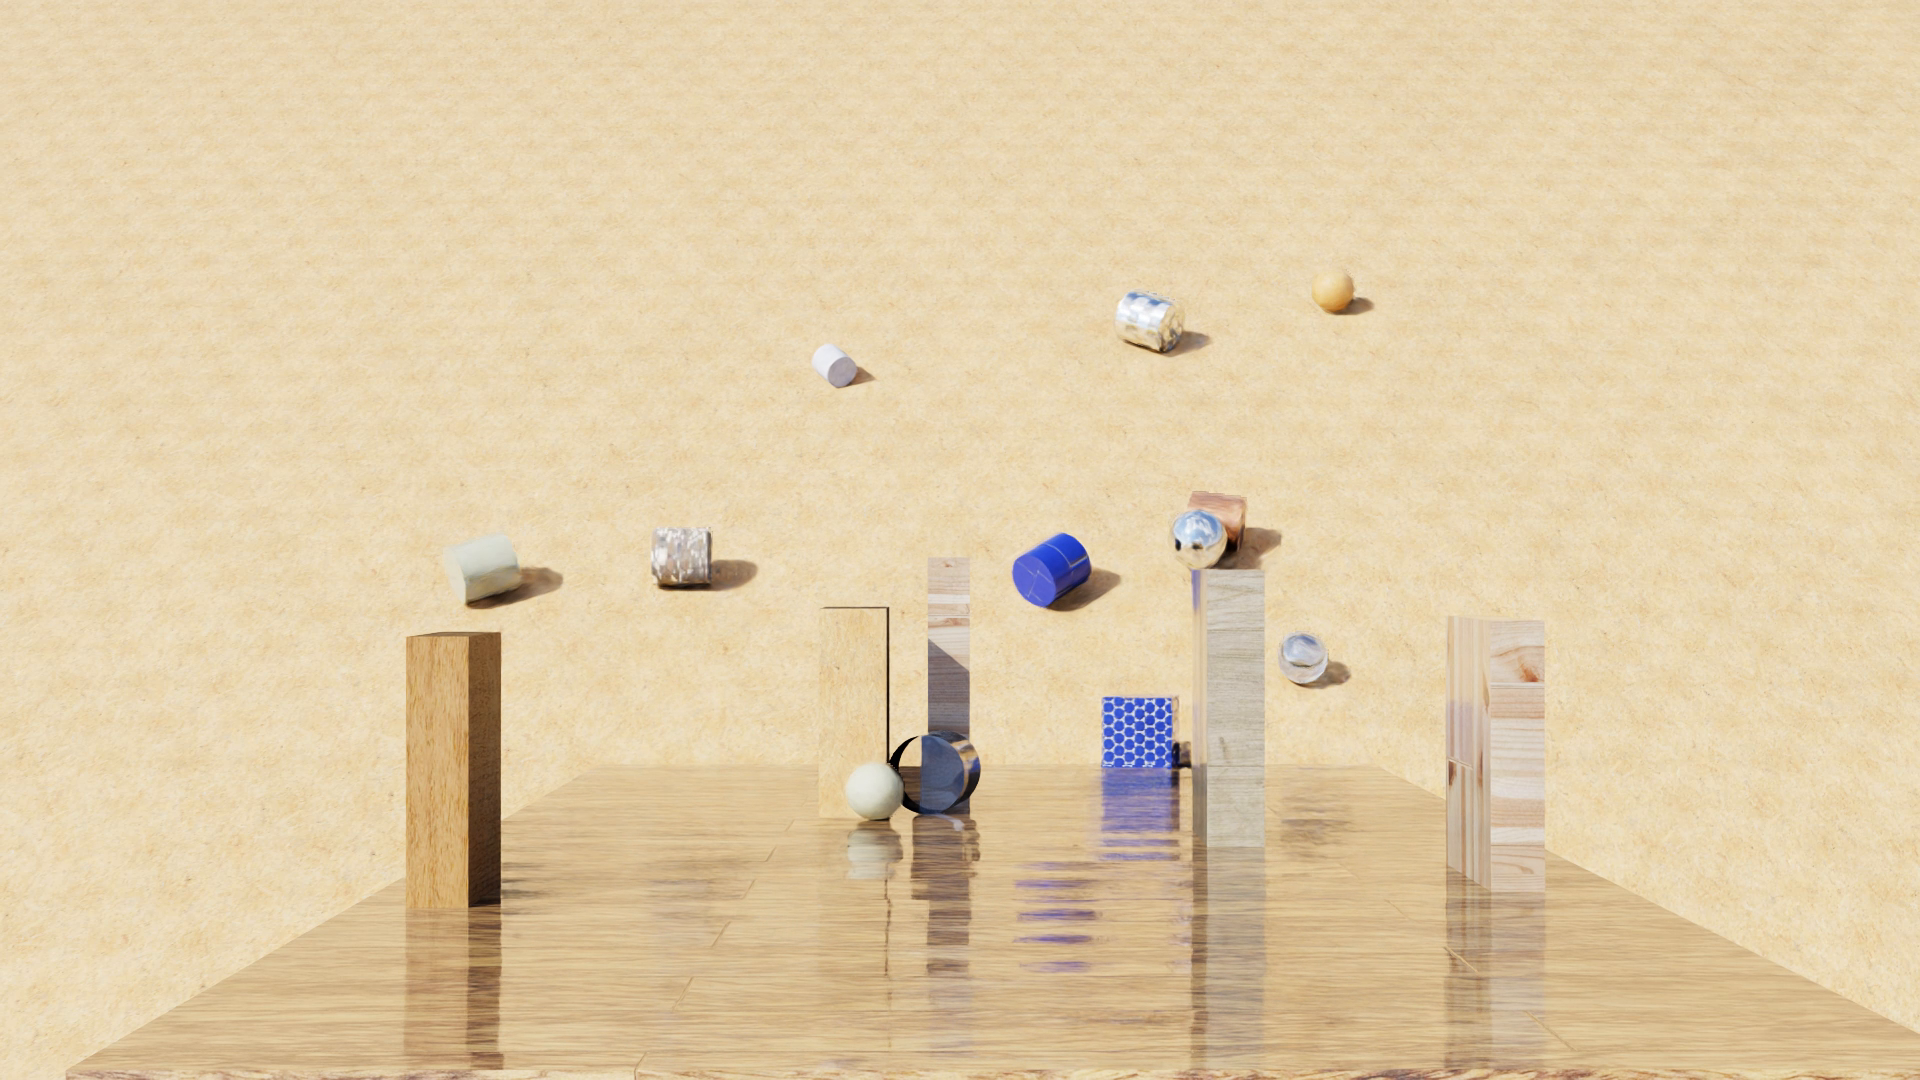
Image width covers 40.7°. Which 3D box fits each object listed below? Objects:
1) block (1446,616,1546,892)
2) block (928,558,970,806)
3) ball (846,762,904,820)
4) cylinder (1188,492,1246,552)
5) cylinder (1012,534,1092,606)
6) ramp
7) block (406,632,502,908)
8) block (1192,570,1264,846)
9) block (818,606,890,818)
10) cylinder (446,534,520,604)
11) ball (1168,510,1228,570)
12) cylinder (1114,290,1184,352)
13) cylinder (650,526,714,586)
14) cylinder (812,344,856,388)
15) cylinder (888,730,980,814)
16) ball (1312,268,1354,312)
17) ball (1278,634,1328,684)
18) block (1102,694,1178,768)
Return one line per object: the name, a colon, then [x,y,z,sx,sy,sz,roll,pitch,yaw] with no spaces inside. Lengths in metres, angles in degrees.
block: [0.890,0.346,4.321,0.087,0.432,0.380,0,0,0]
block: [-0.024,0.305,5.682,0.090,0.534,0.274,0,0,0]
ball: [-0.173,0.511,5.259,0.117,0.117,0.117,0,31,0]
cylinder: [0.765,-0.053,7.749,0.159,0.159,0.159,8,32,12]
cylinder: [0.267,0.087,7.514,0.163,0.163,0.163,25,39,35]
ramp: [0.069,0.615,4.691,2.000,0.100,4.000,0,0,0]
block: [-0.797,0.355,4.087,0.095,0.412,0.283,0,0,0]
block: [0.508,0.312,4.923,0.107,0.510,0.299,0,0,0]
block: [-0.221,0.356,5.447,0.138,0.428,0.257,0,0,0]
cylinder: [-1.384,0.083,7.514,0.166,0.166,0.166,-17,35,-25]
ball: [0.698,-0.002,7.601,0.176,0.176,0.176,0,31,0]
cylinder: [0.650,-0.750,8.886,0.174,0.174,0.174,21,37,31]
cylinder: [-0.814,0.050,7.577,0.162,0.162,0.162,6,29,-15]
cylinder: [-0.421,-0.585,8.675,0.111,0.111,0.111,-17,35,-25]
cylinder: [-0.053,0.488,5.456,0.165,0.165,0.165,7,1,12]
ball: [1.314,-0.882,9.129,0.151,0.151,0.151,0,31,0]
ball: [0.944,0.327,7.141,0.137,0.137,0.137,0,31,0]
block: [0.465,0.490,6.662,0.178,0.178,0.178,0,0,10]
